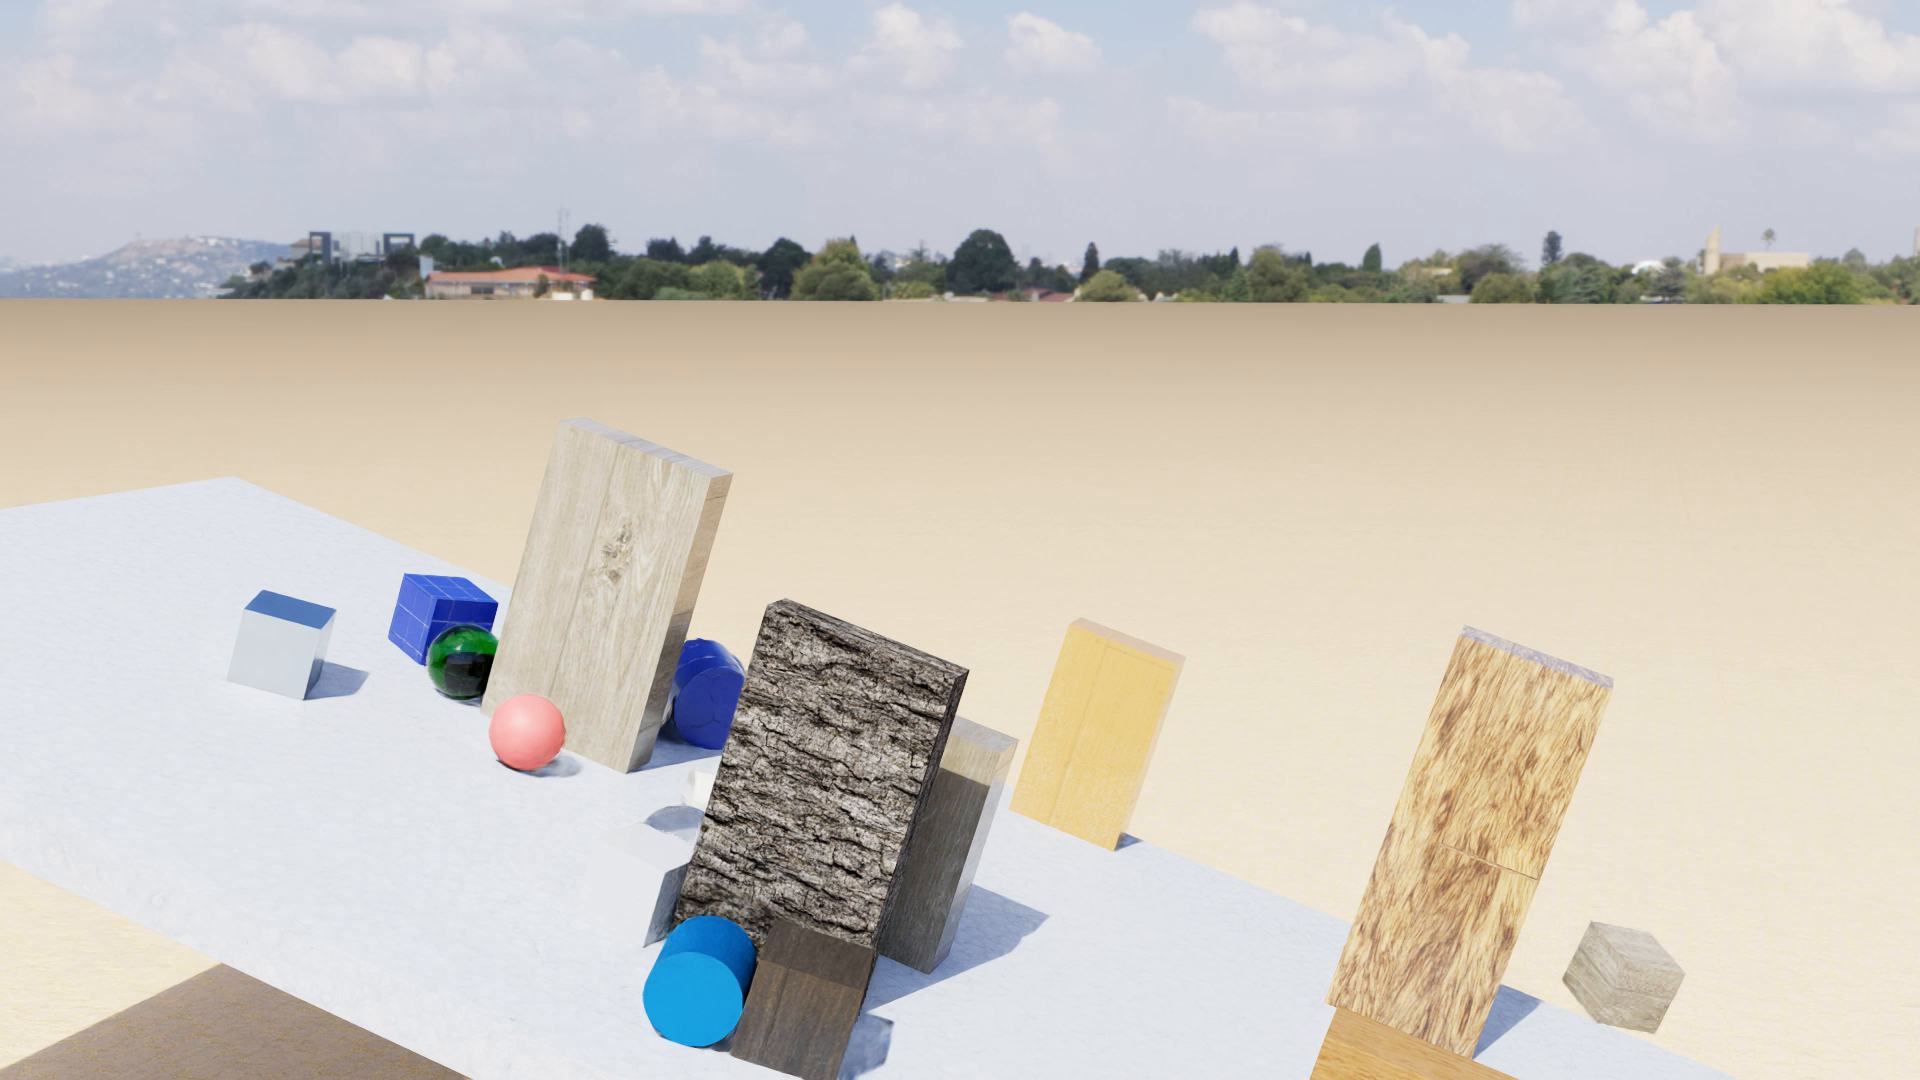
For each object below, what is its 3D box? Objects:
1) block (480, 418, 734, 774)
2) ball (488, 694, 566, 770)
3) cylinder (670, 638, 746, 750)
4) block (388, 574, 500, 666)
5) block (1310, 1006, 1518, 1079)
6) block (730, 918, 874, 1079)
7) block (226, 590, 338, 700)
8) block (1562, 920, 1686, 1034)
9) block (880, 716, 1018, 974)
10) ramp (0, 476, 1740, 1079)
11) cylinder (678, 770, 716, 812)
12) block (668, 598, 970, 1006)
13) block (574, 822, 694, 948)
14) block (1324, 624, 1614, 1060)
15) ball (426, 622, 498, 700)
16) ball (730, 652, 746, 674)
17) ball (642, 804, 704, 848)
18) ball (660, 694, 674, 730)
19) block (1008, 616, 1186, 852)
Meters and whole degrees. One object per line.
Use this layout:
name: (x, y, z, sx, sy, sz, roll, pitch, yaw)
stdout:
block: (-0.722, 0.111, 4.471, 0.345, 0.638, 0.113, 20, 12, 14)
ball: (-0.844, 0.374, 4.291, 0.147, 0.147, 0.147, 0, 7, 0)
cylinder: (-0.553, 0.335, 4.798, 0.187, 0.187, 0.187, -3, 19, -20)
block: (-1.125, 0.175, 4.785, 0.152, 0.152, 0.152, 6, 16, -44)
block: (0.617, 0.939, 3.102, 0.346, 0.436, 0.134, 20, 12, 14)
block: (-0.247, 0.729, 3.471, 0.169, 0.169, 0.169, 17, 12, 0)
block: (-1.337, 0.206, 4.340, 0.151, 0.151, 0.151, 16, 12, -7)
block: (1.461, 0.963, 4.845, 0.160, 0.160, 0.160, 14, 20, -19)
block: (-0.096, 0.524, 3.980, 0.266, 0.434, 0.120, 20, 12, 14)
ramp: (-0.357, 0.674, 4.226, 4.000, 0.100, 2.000, 20, 12, 14)
cylinder: (-0.444, 0.526, 4.148, 0.158, 0.158, 0.158, 14, 3, -14)
block: (-0.241, 0.448, 3.670, 0.340, 0.617, 0.083, 20, 12, 14)
block: (-0.544, 0.588, 3.756, 0.142, 0.142, 0.142, 22, 13, 20)
block: (1.002, 0.598, 4.346, 0.302, 0.795, 0.139, 20, 12, 14)
ball: (-1.027, 0.251, 4.563, 0.159, 0.159, 0.159, 0, 7, 0)
ball: (-0.555, 0.318, 4.977, 0.144, 0.144, 0.144, 0, 7, 0)
ball: (-0.498, 0.555, 3.907, 0.169, 0.169, 0.169, 0, 7, 0)
ball: (-0.676, 0.352, 4.679, 0.130, 0.130, 0.130, 0, 7, 0)
block: (0.307, 0.434, 4.932, 0.256, 0.452, 0.105, 20, 12, 14)
